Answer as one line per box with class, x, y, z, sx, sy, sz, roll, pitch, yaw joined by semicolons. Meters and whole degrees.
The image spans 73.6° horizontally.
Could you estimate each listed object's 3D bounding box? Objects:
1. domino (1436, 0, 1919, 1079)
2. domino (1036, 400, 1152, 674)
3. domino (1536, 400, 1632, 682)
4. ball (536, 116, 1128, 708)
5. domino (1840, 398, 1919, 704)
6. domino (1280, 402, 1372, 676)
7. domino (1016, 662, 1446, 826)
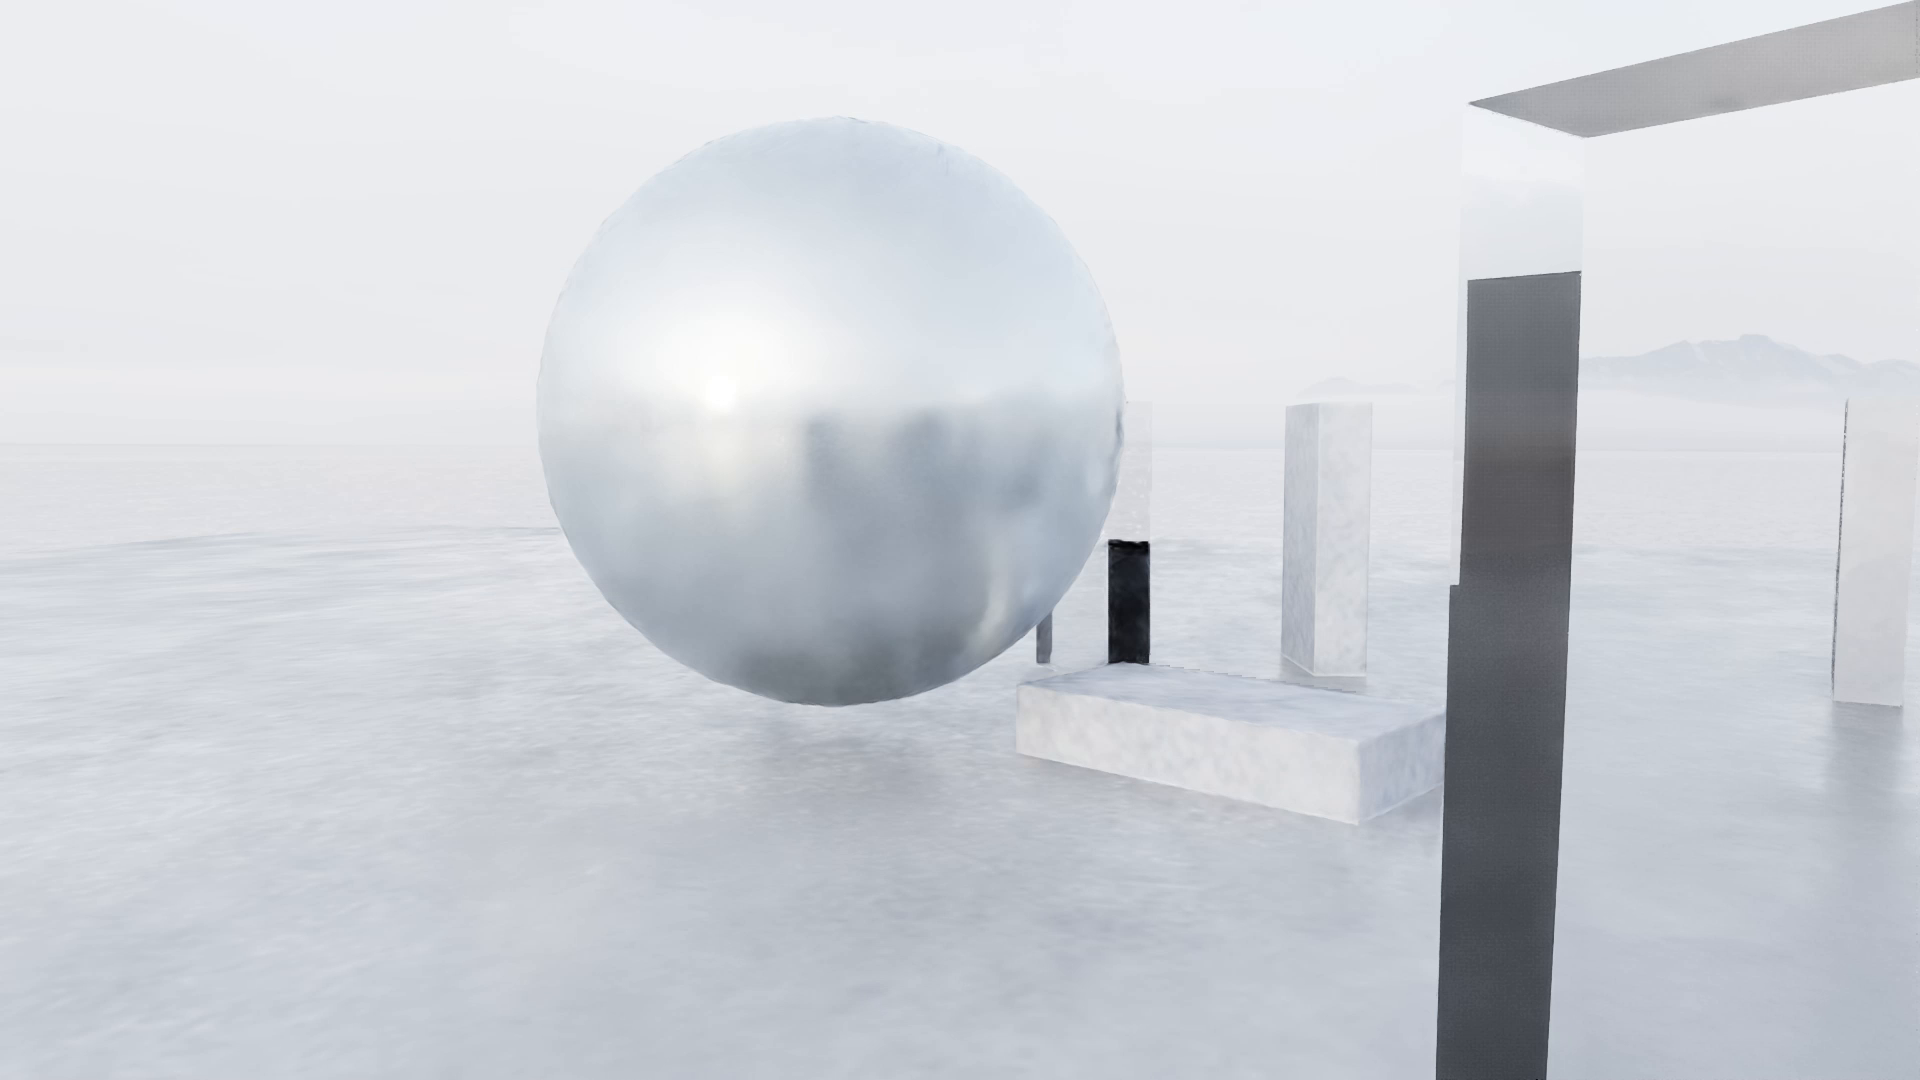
domino;0.022;0.016;0.023;0.010;0.050;0.025;-3;5;-37
domino;0.024;0.000;0.237;0.010;0.050;0.025;-2;5;-25
domino;0.116;0.000;0.240;0.010;0.050;0.025;1;4;14
ball;-0.017;-0.017;0.179;0.080;0.080;0.080;0;4;0
domino;0.159;0.001;0.221;0.009;0.050;0.025;3;5;33
domino;0.070;-0.001;0.246;0.009;0.050;0.025;0;4;0
domino;0.035;0.025;0.169;0.050;0.009;0.025;4;6;42
